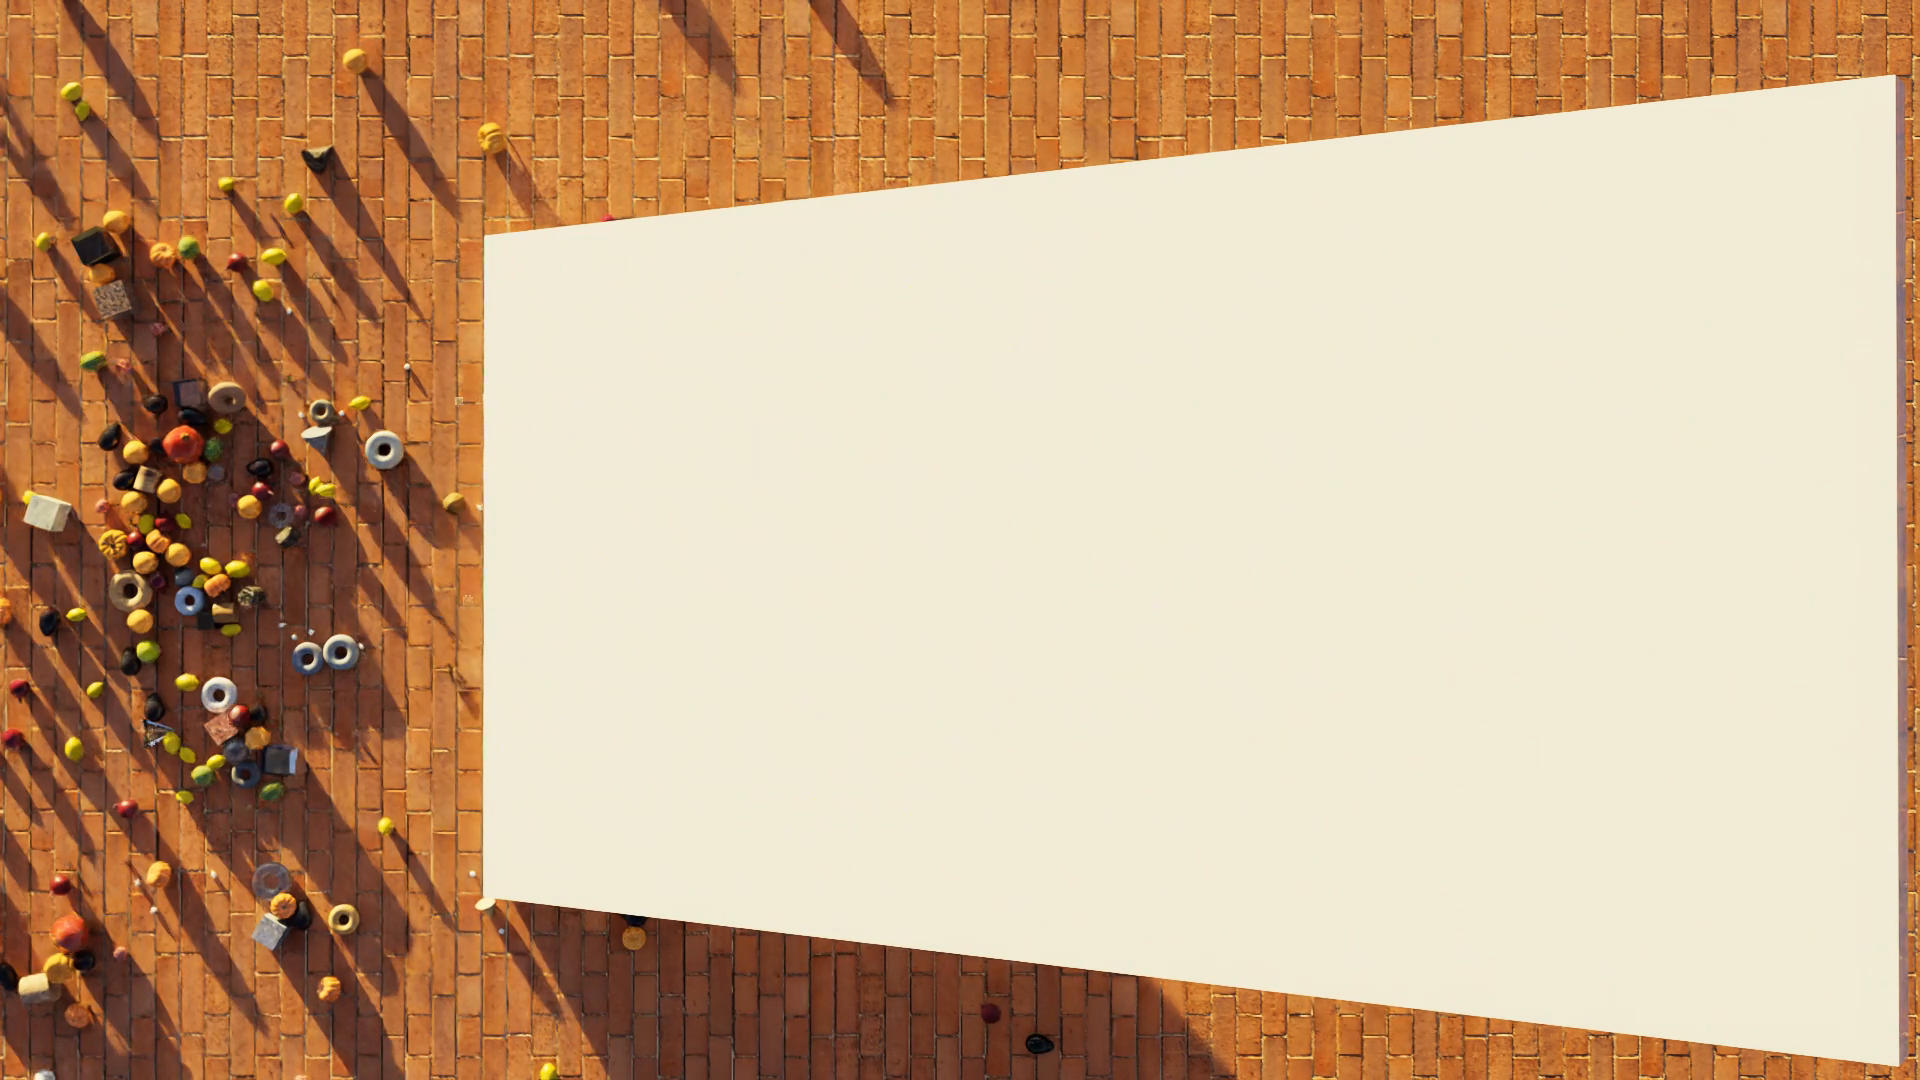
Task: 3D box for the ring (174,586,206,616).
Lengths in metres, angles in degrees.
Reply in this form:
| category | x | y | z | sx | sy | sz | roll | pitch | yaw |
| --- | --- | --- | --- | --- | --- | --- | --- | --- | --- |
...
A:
| category | x | y | z | sx | sy | sz | roll | pitch | yaw |
| --- | --- | --- | --- | --- | --- | --- | --- | --- | --- |
| ring | -2.352 | 0.185 | 6.718 | 0.094 | 0.031 | 0.094 | 0 | 88 | 0 |

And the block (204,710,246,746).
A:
| category | x | y | z | sx | sy | sz | roll | pitch | yaw |
| --- | --- | --- | --- | --- | --- | --- | --- | --- | --- |
| block | -2.236 | 0.571 | 6.692 | 0.075 | 0.075 | 0.075 | -34 | 90 | 0 |

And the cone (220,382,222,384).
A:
| category | x | y | z | sx | sy | sz | roll | pitch | yaw |
| --- | --- | --- | --- | --- | --- | --- | --- | --- | --- |
| cone | -2.259 | -0.463 | 6.727 | 0.053 | 0.053 | 0.053 | -24 | 63 | 0 |

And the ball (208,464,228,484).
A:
| category | x | y | z | sx | sy | sz | roll | pitch | yaw |
| --- | --- | --- | --- | --- | --- | --- | --- | --- | --- |
| ball | -2.264 | -0.203 | 6.706 | 0.060 | 0.060 | 0.060 | 0 | 90 | 0 |

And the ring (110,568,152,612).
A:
| category | x | y | z | sx | sy | sz | roll | pitch | yaw |
| --- | --- | --- | --- | --- | --- | --- | --- | --- | --- |
| ring | -2.530 | 0.155 | 6.711 | 0.134 | 0.045 | 0.134 | 0 | 91 | 1 |

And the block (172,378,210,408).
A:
| category | x | y | z | sx | sy | sz | roll | pitch | yaw |
| --- | --- | --- | --- | --- | --- | --- | --- | --- | --- |
| block | -2.343 | -0.445 | 6.701 | 0.075 | 0.075 | 0.075 | -8 | 90 | 0 |

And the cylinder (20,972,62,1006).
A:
| category | x | y | z | sx | sy | sz | roll | pitch | yaw |
| --- | --- | --- | --- | --- | --- | --- | --- | --- | --- |
| cylinder | -2.793 | 1.364 | 6.679 | 0.089 | 0.089 | 0.089 | -12 | 90 | 0 |

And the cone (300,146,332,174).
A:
| category | x | y | z | sx | sy | sz | roll | pitch | yaw |
| --- | --- | --- | --- | --- | --- | --- | --- | --- | --- |
| cone | -1.950 | -1.182 | 6.724 | 0.090 | 0.090 | 0.090 | 40 | 63 | 0 |

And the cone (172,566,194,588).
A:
| category | x | y | z | sx | sy | sz | roll | pitch | yaw |
| --- | --- | --- | --- | --- | --- | --- | --- | --- | --- |
| cone | -2.377 | 0.115 | 6.700 | 0.067 | 0.067 | 0.067 | 0 | 90 | 0 |

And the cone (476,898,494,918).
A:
| category | x | y | z | sx | sy | sz | roll | pitch | yaw |
| --- | --- | --- | --- | --- | --- | --- | --- | --- | --- |
| cone | -1.440 | 1.133 | 6.712 | 0.060 | 0.060 | 0.060 | -14 | 116 | 0 |

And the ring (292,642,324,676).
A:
| category | x | y | z | sx | sy | sz | roll | pitch | yaw |
| --- | --- | --- | --- | --- | --- | --- | --- | --- | --- |
| ring | -1.990 | 0.363 | 6.715 | 0.103 | 0.034 | 0.103 | 0 | 88 | 1 |

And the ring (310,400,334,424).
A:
| category | x | y | z | sx | sy | sz | roll | pitch | yaw |
| --- | --- | --- | --- | --- | --- | --- | --- | --- | --- |
| ring | -1.952 | -0.393 | 6.726 | 0.075 | 0.025 | 0.075 | 0 | 89 | 1 |

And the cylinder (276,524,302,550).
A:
| category | x | y | z | sx | sy | sz | roll | pitch | yaw |
| --- | --- | --- | --- | --- | --- | --- | --- | --- | --- |
| cylinder | -2.047 | -0.009 | 6.706 | 0.054 | 0.054 | 0.054 | 45 | 93 | 0 |

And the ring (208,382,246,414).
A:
| category | x | y | z | sx | sy | sz | roll | pitch | yaw |
| --- | --- | --- | --- | --- | --- | --- | --- | --- | --- |
| ring | -2.231 | -0.431 | 6.695 | 0.111 | 0.037 | 0.111 | -11 | 133 | -12 |

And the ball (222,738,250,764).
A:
| category | x | y | z | sx | sy | sz | roll | pitch | yaw |
| --- | --- | --- | --- | --- | --- | --- | --- | --- | --- |
| ball | -2.200 | 0.641 | 6.689 | 0.081 | 0.081 | 0.081 | 0 | 90 | 0 |

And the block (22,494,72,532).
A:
| category | x | y | z | sx | sy | sz | roll | pitch | yaw |
| --- | --- | --- | --- | --- | --- | --- | --- | --- | --- |
| block | -2.777 | -0.082 | 6.691 | 0.088 | 0.088 | 0.088 | 19 | 90 | 1 |

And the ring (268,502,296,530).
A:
| category | x | y | z | sx | sy | sz | roll | pitch | yaw |
| --- | --- | --- | --- | --- | --- | --- | --- | --- | --- |
| ring | -2.074 | -0.075 | 6.722 | 0.083 | 0.028 | 0.083 | 0 | 90 | -1 |

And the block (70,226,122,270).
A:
| category | x | y | z | sx | sy | sz | roll | pitch | yaw |
| --- | --- | --- | --- | --- | --- | --- | --- | --- | --- |
| block | -2.632 | -0.891 | 6.697 | 0.090 | 0.090 | 0.090 | -28 | 90 | 0 |

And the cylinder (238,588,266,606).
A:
| category | x | y | z | sx | sy | sz | roll | pitch | yaw |
| --- | --- | --- | --- | --- | --- | --- | --- | --- | --- |
| cylinder | -2.157 | 0.173 | 6.696 | 0.057 | 0.057 | 0.057 | -1 | 88 | 20 |

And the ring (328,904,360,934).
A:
| category | x | y | z | sx | sy | sz | roll | pitch | yaw |
| --- | --- | --- | --- | --- | --- | --- | --- | --- | --- |
| ring | -1.880 | 1.158 | 6.710 | 0.094 | 0.031 | 0.094 | 0 | 89 | -1 |

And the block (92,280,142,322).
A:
| category | x | y | z | sx | sy | sz | roll | pitch | yaw |
| --- | --- | --- | --- | --- | --- | --- | --- | --- | --- |
| block | -2.564 | -0.727 | 6.694 | 0.094 | 0.094 | 0.094 | -20 | 90 | 0 |

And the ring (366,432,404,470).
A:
| category | x | y | z | sx | sy | sz | roll | pitch | yaw |
| --- | --- | --- | --- | --- | --- | --- | --- | --- | --- |
| ring | -1.758 | -0.274 | 6.718 | 0.117 | 0.039 | 0.117 | 0 | 88 | 1 |

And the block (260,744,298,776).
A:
| category | x | y | z | sx | sy | sz | roll | pitch | yaw |
| --- | --- | --- | --- | --- | --- | --- | --- | --- | --- |
| block | -2.072 | 0.670 | 6.688 | 0.082 | 0.082 | 0.082 | 7 | 90 | 0 |

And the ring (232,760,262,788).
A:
| category | x | y | z | sx | sy | sz | roll | pitch | yaw |
| --- | --- | --- | --- | --- | --- | --- | --- | --- | --- |
| ring | -2.179 | 0.715 | 6.714 | 0.091 | 0.030 | 0.091 | 0 | 88 | 0 |

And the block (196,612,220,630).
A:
| category | x | y | z | sx | sy | sz | roll | pitch | yaw |
| --- | --- | --- | --- | --- | --- | --- | --- | --- | --- |
| block | -2.293 | 0.246 | 6.706 | 0.053 | 0.053 | 0.053 | -4 | 90 | 0 |

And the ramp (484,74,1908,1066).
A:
| category | x | y | z | sx | sy | sz | roll | pitch | yaw |
| --- | --- | --- | --- | --- | --- | --- | --- | --- | --- |
| ramp | 0.253 | 0.069 | 5.584 | 4.000 | 0.100 | 2.000 | 0 | 89 | 34 |

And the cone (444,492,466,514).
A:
| category | x | y | z | sx | sy | sz | roll | pitch | yaw |
| --- | --- | --- | --- | --- | --- | --- | --- | --- | --- |
| cone | -1.547 | -0.111 | 6.701 | 0.068 | 0.068 | 0.068 | 0 | 90 | 0 |

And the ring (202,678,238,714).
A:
| category | x | y | z | sx | sy | sz | roll | pitch | yaw |
| --- | --- | --- | --- | --- | --- | --- | --- | --- | --- |
| ring | -2.261 | 0.475 | 6.713 | 0.111 | 0.037 | 0.111 | 0 | 91 | 0 |

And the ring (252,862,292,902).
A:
| category | x | y | z | sx | sy | sz | roll | pitch | yaw |
| --- | --- | --- | --- | --- | --- | --- | --- | --- | --- |
| ring | -2.099 | 1.041 | 6.706 | 0.123 | 0.041 | 0.123 | 0 | 89 | 0 |

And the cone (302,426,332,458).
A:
| category | x | y | z | sx | sy | sz | roll | pitch | yaw |
| --- | --- | --- | --- | --- | --- | --- | --- | --- | --- |
| cone | -1.952 | -0.290 | 6.717 | 0.092 | 0.092 | 0.092 | -10 | 116 | 0 |

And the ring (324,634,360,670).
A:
| category | x | y | z | sx | sy | sz | roll | pitch | yaw |
| --- | --- | --- | --- | --- | --- | --- | --- | --- | --- |
| ring | -1.889 | 0.343 | 6.714 | 0.110 | 0.037 | 0.110 | 0 | 91 | 0 |

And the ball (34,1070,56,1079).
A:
| category | x | y | z | sx | sy | sz | roll | pitch | yaw |
| --- | --- | --- | --- | --- | --- | --- | --- | --- | --- |
| ball | -2.785 | 1.641 | 6.691 | 0.059 | 0.059 | 0.059 | 0 | 90 | 0 |

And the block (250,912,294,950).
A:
| category | x | y | z | sx | sy | sz | roll | pitch | yaw |
| --- | --- | --- | --- | --- | --- | --- | --- | --- | --- |
| block | -2.091 | 1.188 | 6.686 | 0.078 | 0.078 | 0.078 | 31 | 90 | 0 |
